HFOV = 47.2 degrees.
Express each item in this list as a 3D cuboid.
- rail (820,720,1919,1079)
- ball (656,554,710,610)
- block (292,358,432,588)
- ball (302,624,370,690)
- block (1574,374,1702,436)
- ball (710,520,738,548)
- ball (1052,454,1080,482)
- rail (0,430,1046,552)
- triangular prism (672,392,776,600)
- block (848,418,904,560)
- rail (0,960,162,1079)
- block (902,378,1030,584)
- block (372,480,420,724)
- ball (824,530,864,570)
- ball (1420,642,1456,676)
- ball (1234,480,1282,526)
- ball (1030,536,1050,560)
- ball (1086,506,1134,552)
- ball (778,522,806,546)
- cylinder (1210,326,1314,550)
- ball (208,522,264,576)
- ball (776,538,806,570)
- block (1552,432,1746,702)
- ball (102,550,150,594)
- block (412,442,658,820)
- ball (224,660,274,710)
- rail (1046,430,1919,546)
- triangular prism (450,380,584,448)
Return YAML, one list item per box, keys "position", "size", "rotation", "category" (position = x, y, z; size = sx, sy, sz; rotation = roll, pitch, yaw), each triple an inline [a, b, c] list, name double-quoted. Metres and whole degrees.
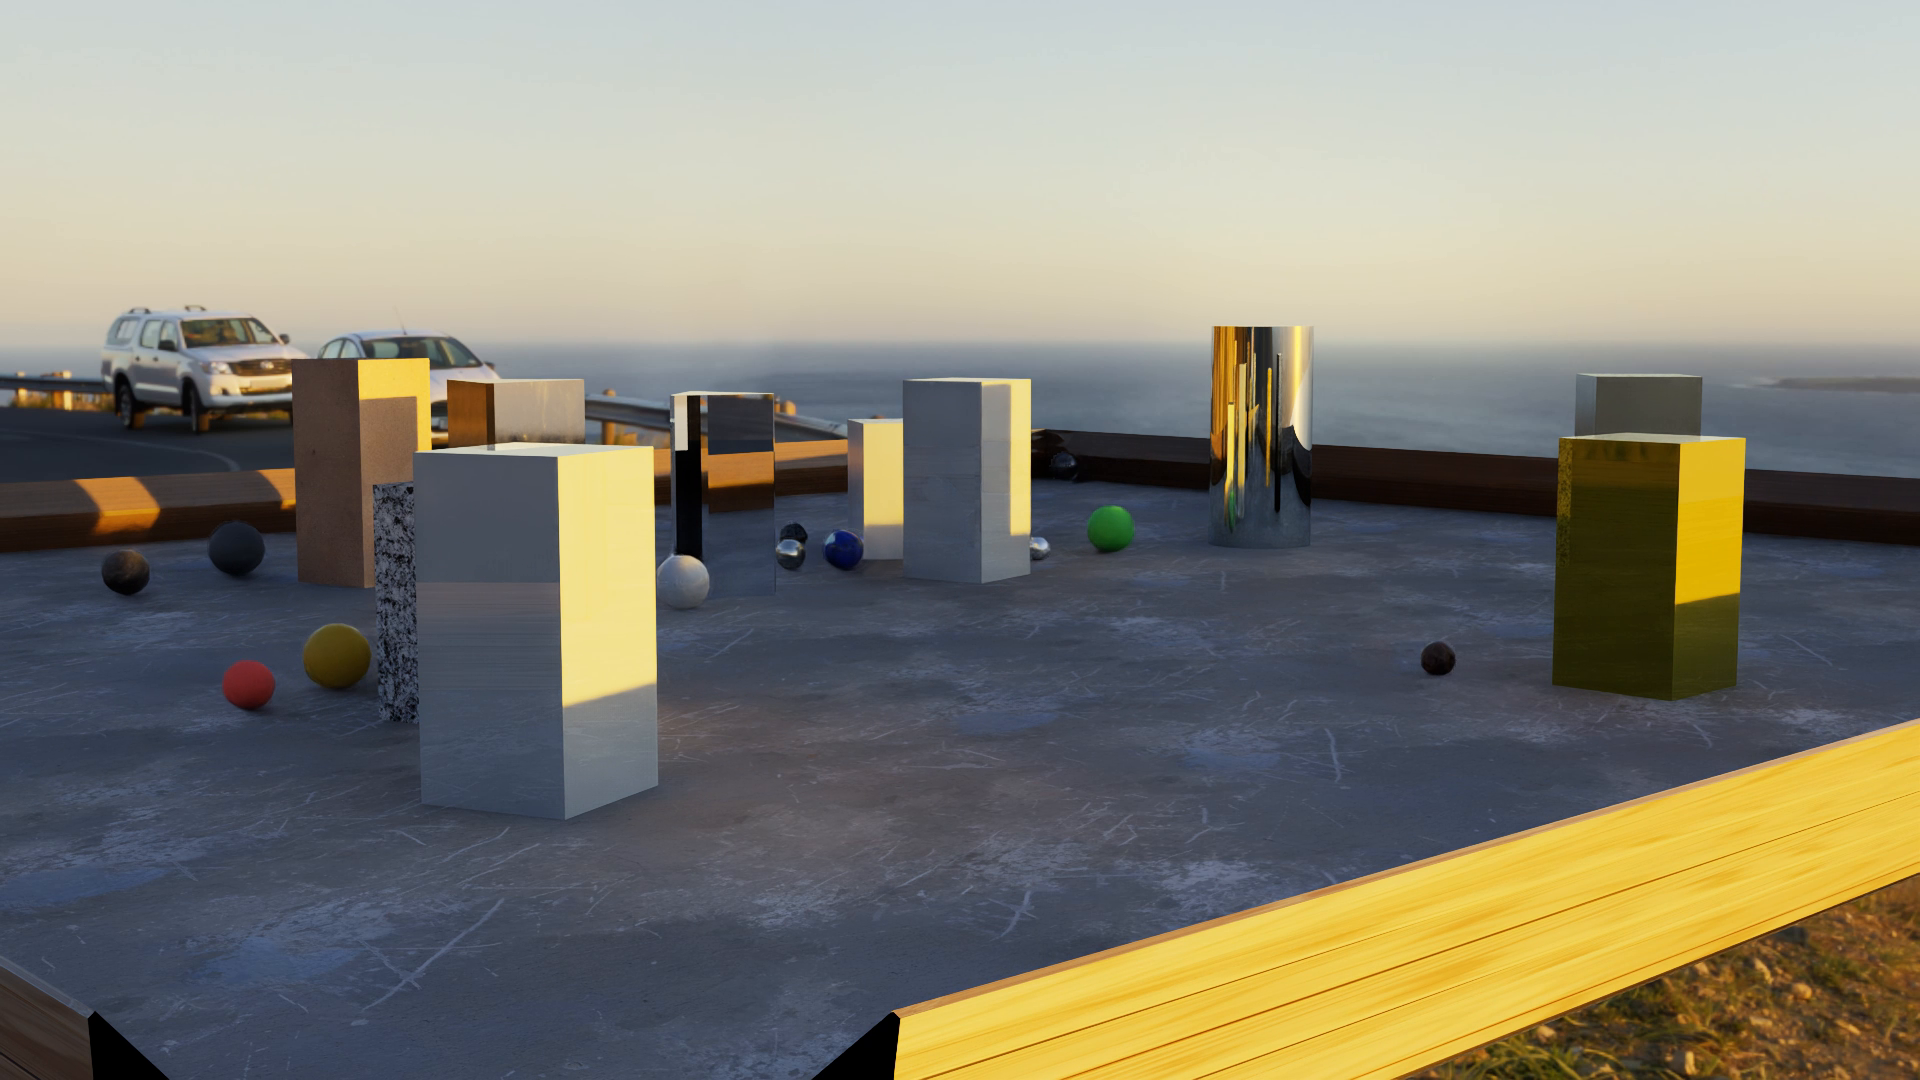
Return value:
- position: [1.137, 0.161, 2.107]
  size: [3.755, 0.125, 0.045]
  rotation: [-6, 8, -42]
  category: "rail"
- position: [-0.413, 0.062, 3.266]
  size: [0.082, 0.082, 0.082]
  rotation: [0, 6, 0]
  category: "ball"
- position: [-0.977, -0.115, 3.604]
  size: [0.154, 0.363, 0.154]
  rotation: [4, 7, 32]
  category: "block"
- position: [-0.730, 0.137, 2.576]
  size: [0.078, 0.078, 0.078]
  rotation: [0, 6, 0]
  category: "ball"
- position: [1.030, -0.079, 3.358]
  size: [0.154, 0.344, 0.154]
  rotation: [0, 6, 5]
  category: "block"
- position: [-0.438, -0.010, 4.089]
  size: [0.052, 0.052, 0.052]
  rotation: [0, 6, 0]
  category: "ball"
- position: [0.274, -0.187, 5.686]
  size: [0.071, 0.071, 0.071]
  rotation: [0, 6, 0]
  category: "ball"
- position: [-1.137, -0.096, 4.558]
  size: [3.755, 0.125, 0.045]
  rotation: [-6, 8, -42]
  category: "rail"
- position: [-0.394, -0.073, 3.446]
  size: [0.166, 0.314, 0.144]
  rotation: [-3, 7, -26]
  category: "triangular prism"
- position: [-0.114, -0.095, 3.988]
  size: [0.154, 0.243, 0.154]
  rotation: [-1, 6, -14]
  category: "block"
- position: [-1.362, 0.164, 2.082]
  size: [0.045, 0.125, 3.401]
  rotation: [-6, 8, -42]
  category: "rail"
- position: [0.012, -0.103, 3.665]
  size: [0.154, 0.327, 0.154]
  rotation: [4, 7, 33]
  category: "block"
- position: [-0.527, 0.065, 2.407]
  size: [0.154, 0.256, 0.154]
  rotation: [3, 7, 30]
  category: "block"
- position: [-0.199, 0.016, 3.769]
  size: [0.067, 0.067, 0.067]
  rotation: [0, 6, 0]
  category: "ball"
- position: [0.582, 0.144, 2.676]
  size: [0.042, 0.042, 0.042]
  rotation: [0, 6, 0]
  category: "ball"
- position: [0.613, -0.077, 4.523]
  size: [0.096, 0.096, 0.096]
  rotation: [0, 6, 0]
  category: "ball"
- position: [0.138, 0.015, 3.904]
  size: [0.042, 0.042, 0.042]
  rotation: [0, 6, 0]
  category: "ball"
- position: [0.276, -0.021, 4.032]
  size: [0.086, 0.086, 0.086]
  rotation: [0, 6, 0]
  category: "ball"
- position: [-0.309, -0.006, 4.057]
  size: [0.052, 0.052, 0.052]
  rotation: [0, 6, 0]
  category: "ball"
- position: [0.569, -0.198, 4.161]
  size: [0.192, 0.412, 0.192]
  rotation: [0, 6, 0]
  category: "cylinder"
- position: [-1.210, 0.015, 3.679]
  size: [0.090, 0.090, 0.090]
  rotation: [0, 6, 0]
  category: "ball"
- position: [-0.291, 0.024, 3.766]
  size: [0.052, 0.052, 0.052]
  rotation: [0, 6, 0]
  category: "ball"
- position: [0.812, 0.026, 2.595]
  size: [0.154, 0.294, 0.154]
  rotation: [-6, 8, -44]
  category: "block"
- position: [-1.301, 0.050, 3.431]
  size: [0.071, 0.071, 0.071]
  rotation: [0, 6, 0]
  category: "ball"
- position: [-0.384, 0.076, 2.006]
  size: [0.154, 0.318, 0.154]
  rotation: [3, 7, 24]
  category: "block"
- position: [-0.792, 0.162, 2.449]
  size: [0.055, 0.055, 0.055]
  rotation: [0, 6, 0]
  category: "ball"
- position: [1.362, -0.099, 4.582]
  size: [0.045, 0.125, 3.401]
  rotation: [-6, 8, -42]
  category: "rail"
- position: [-0.570, -0.017, 2.701]
  size: [0.144, 0.358, 0.166]
  rotation: [4, 7, 31]
  category: "triangular prism"
